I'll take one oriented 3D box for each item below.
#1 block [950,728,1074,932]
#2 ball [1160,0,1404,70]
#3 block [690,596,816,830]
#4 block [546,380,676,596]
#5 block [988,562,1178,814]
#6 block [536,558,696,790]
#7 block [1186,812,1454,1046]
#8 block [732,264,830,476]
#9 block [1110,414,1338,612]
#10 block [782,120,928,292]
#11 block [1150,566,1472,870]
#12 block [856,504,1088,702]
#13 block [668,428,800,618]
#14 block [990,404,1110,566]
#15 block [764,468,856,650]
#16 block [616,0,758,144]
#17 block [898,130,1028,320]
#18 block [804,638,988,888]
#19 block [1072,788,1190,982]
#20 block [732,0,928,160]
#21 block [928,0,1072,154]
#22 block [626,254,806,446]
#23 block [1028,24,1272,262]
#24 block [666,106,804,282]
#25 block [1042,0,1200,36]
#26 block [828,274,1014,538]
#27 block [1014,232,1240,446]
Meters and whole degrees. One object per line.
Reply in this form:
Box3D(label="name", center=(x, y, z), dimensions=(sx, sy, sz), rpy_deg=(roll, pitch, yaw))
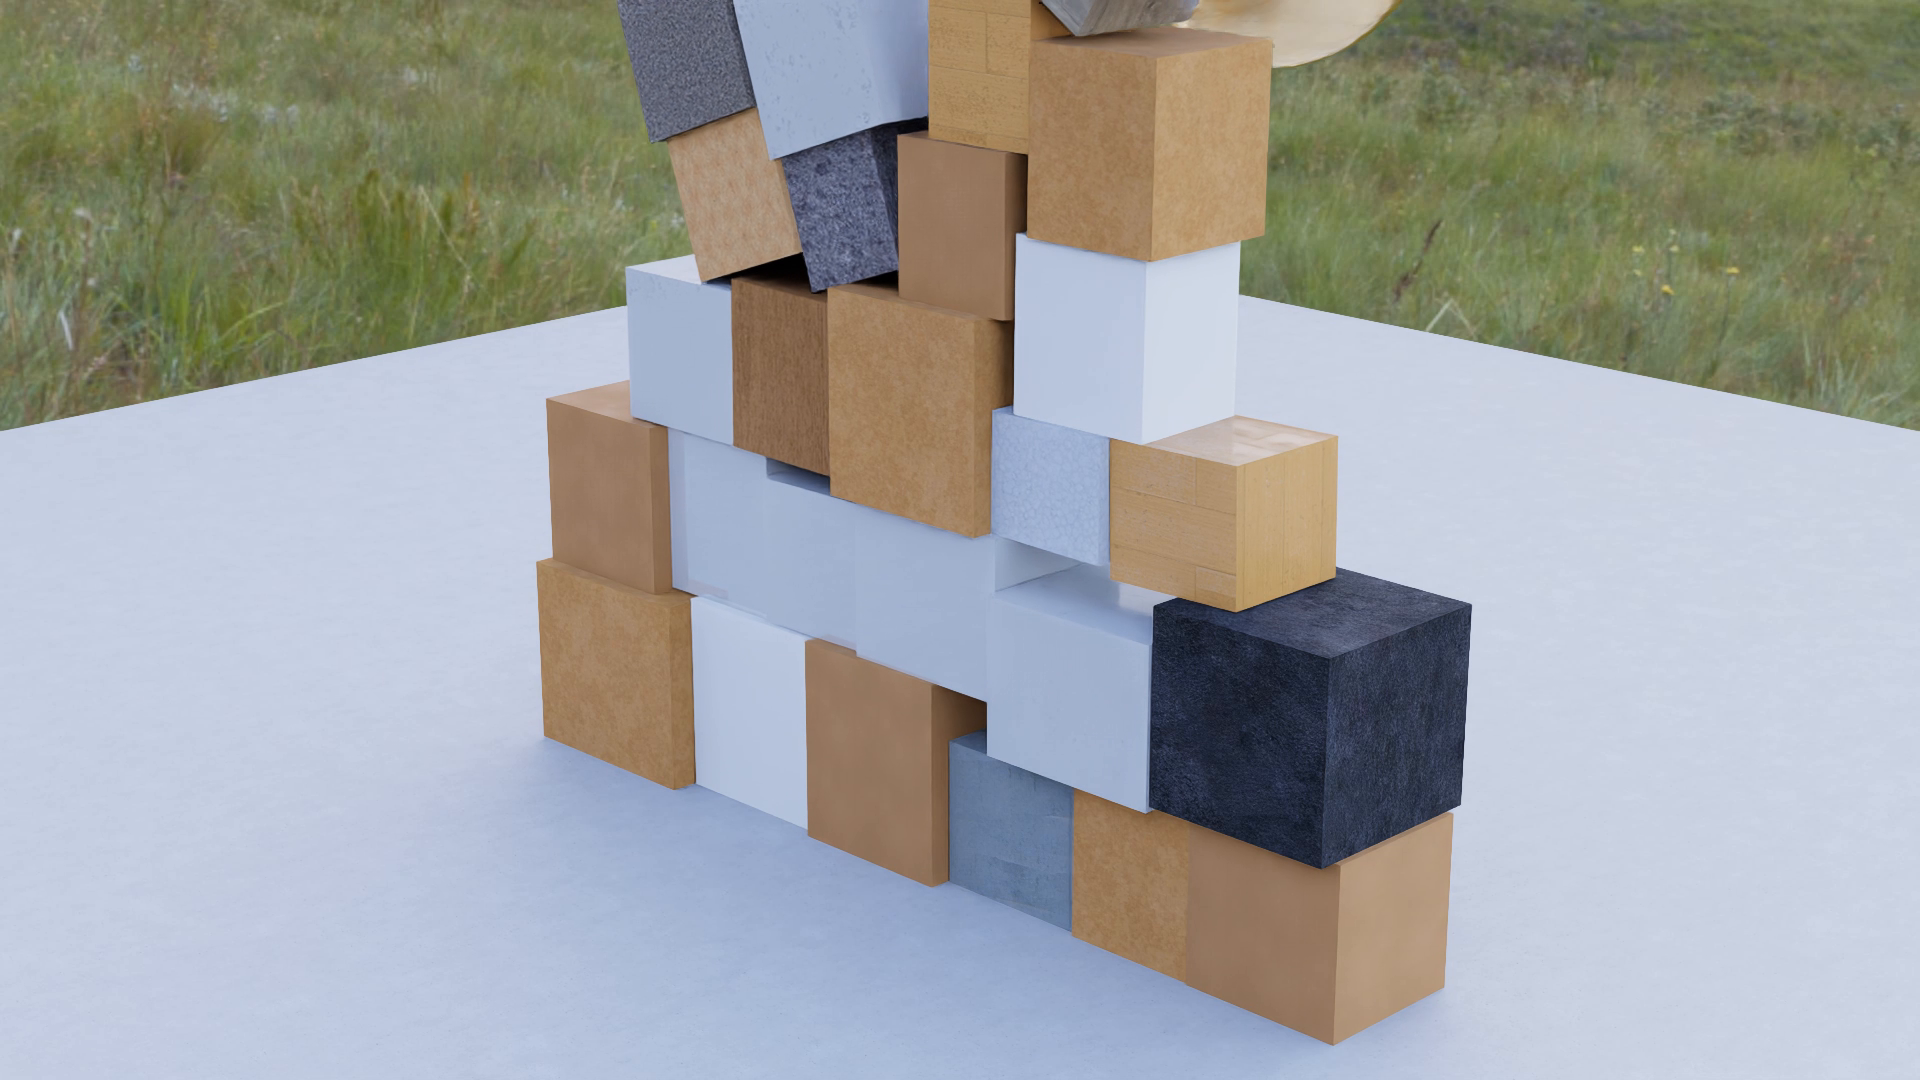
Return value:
Box3D(label="block", center=(0.461, 1.244, 13.237), dimensions=(0.661, 0.689, 0.781), rpy_deg=(-17, 24, -42))
Box3D(label="ball", center=(1.467, -3.044, 13.923), dimensions=(1.600, 1.600, 1.600), rpy_deg=(0, 17, 0))
Box3D(label="block", center=(-0.709, 0.749, 14.349), dimensions=(0.868, 0.965, 0.819), rpy_deg=(17, 24, 42))
Box3D(label="block", center=(-1.477, -0.309, 14.768), dimensions=(0.855, 0.845, 0.811), rpy_deg=(-17, 24, -42))
Box3D(label="block", center=(0.766, 0.590, 12.697), dimensions=(0.909, 0.739, 0.923), rpy_deg=(-17, 24, -42))
Box3D(label="block", center=(-1.411, 0.560, 14.986), dimensions=(1.036, 0.945, 1.045), rpy_deg=(-17, 24, -42))
Box3D(label="block", center=(1.496, 1.503, 12.243), dimensions=(0.754, 0.790, 0.787), rpy_deg=(-17, 24, -42))
Box3D(label="block", center=(-0.518, -0.822, 13.629), dimensions=(0.799, 0.802, 0.727), rpy_deg=(-17, 25, -42))
Box3D(label="block", center=(1.093, -0.133, 12.174), dimensions=(0.647, 0.609, 0.683), rpy_deg=(-17, 22, -42))
Box3D(label="block", center=(-0.317, -1.508, 13.156), dimensions=(0.599, 0.616, 0.615), rpy_deg=(-16, 5, -42))
Box3D(label="block", center=(1.435, 0.685, 12.058), dimensions=(0.934, 0.883, 0.904), rpy_deg=(-17, 24, -42))
Box3D(label="block", center=(0.124, 0.181, 13.249), dimensions=(0.802, 0.755, 0.884), rpy_deg=(-17, 24, -42))
Box3D(label="block", center=(-0.909, -0.167, 14.263), dimensions=(0.702, 0.835, 0.717), rpy_deg=(-17, 24, -42))
Box3D(label="block", center=(0.594, -0.293, 12.588), dimensions=(0.673, 0.549, 0.627), rpy_deg=(-17, 24, -42))
Box3D(label="block", center=(-0.424, 0.036, 13.791), dimensions=(0.726, 0.706, 0.666), rpy_deg=(-17, 24, -42))
Box3D(label="block", center=(-1.003, -2.352, 13.659), dimensions=(0.784, 0.773, 0.762), rpy_deg=(-16, 4, -42))
Box3D(label="block", center=(0.212, -1.400, 12.654), dimensions=(0.636, 0.709, 0.718), rpy_deg=(17, 24, 42))
Box3D(label="block", center=(-0.107, 0.929, 13.756), dimensions=(0.837, 0.978, 0.897), rpy_deg=(17, 24, 42))
Box3D(label="block", center=(0.988, 1.360, 12.748), dimensions=(0.752, 0.760, 0.653), rpy_deg=(-17, 24, -42))
Box3D(label="block", center=(-0.400, -2.259, 13.075), dimensions=(0.805, 0.892, 0.796), rpy_deg=(-16, 5, -42))
Box3D(label="block", center=(0.312, -2.043, 12.378), dimensions=(0.588, 0.684, 0.670), rpy_deg=(17, 24, 42))
Box3D(label="block", center=(-1.062, -0.953, 14.146), dimensions=(0.754, 0.737, 0.772), rpy_deg=(-17, 24, -42))
Box3D(label="block", center=(0.775, -1.644, 12.028), dimensions=(0.664, 0.811, 0.739), rpy_deg=(16, 24, 40))
Box3D(label="block", center=(-0.800, -1.651, 13.658), dimensions=(0.701, 0.683, 0.729), rpy_deg=(-16, 4, -42))
Box3D(label="block", center=(0.652, -2.555, 11.861), dimensions=(0.691, 0.708, 0.654), rpy_deg=(-17, 58, -43))
Box3D(label="block", center=(0.057, -0.655, 13.057), dimensions=(0.899, 0.955, 0.913), rpy_deg=(-17, 24, -42))
Box3D(label="block", center=(0.697, -0.900, 12.308), dimensions=(0.693, 0.778, 0.627), rpy_deg=(16, 23, 39))
